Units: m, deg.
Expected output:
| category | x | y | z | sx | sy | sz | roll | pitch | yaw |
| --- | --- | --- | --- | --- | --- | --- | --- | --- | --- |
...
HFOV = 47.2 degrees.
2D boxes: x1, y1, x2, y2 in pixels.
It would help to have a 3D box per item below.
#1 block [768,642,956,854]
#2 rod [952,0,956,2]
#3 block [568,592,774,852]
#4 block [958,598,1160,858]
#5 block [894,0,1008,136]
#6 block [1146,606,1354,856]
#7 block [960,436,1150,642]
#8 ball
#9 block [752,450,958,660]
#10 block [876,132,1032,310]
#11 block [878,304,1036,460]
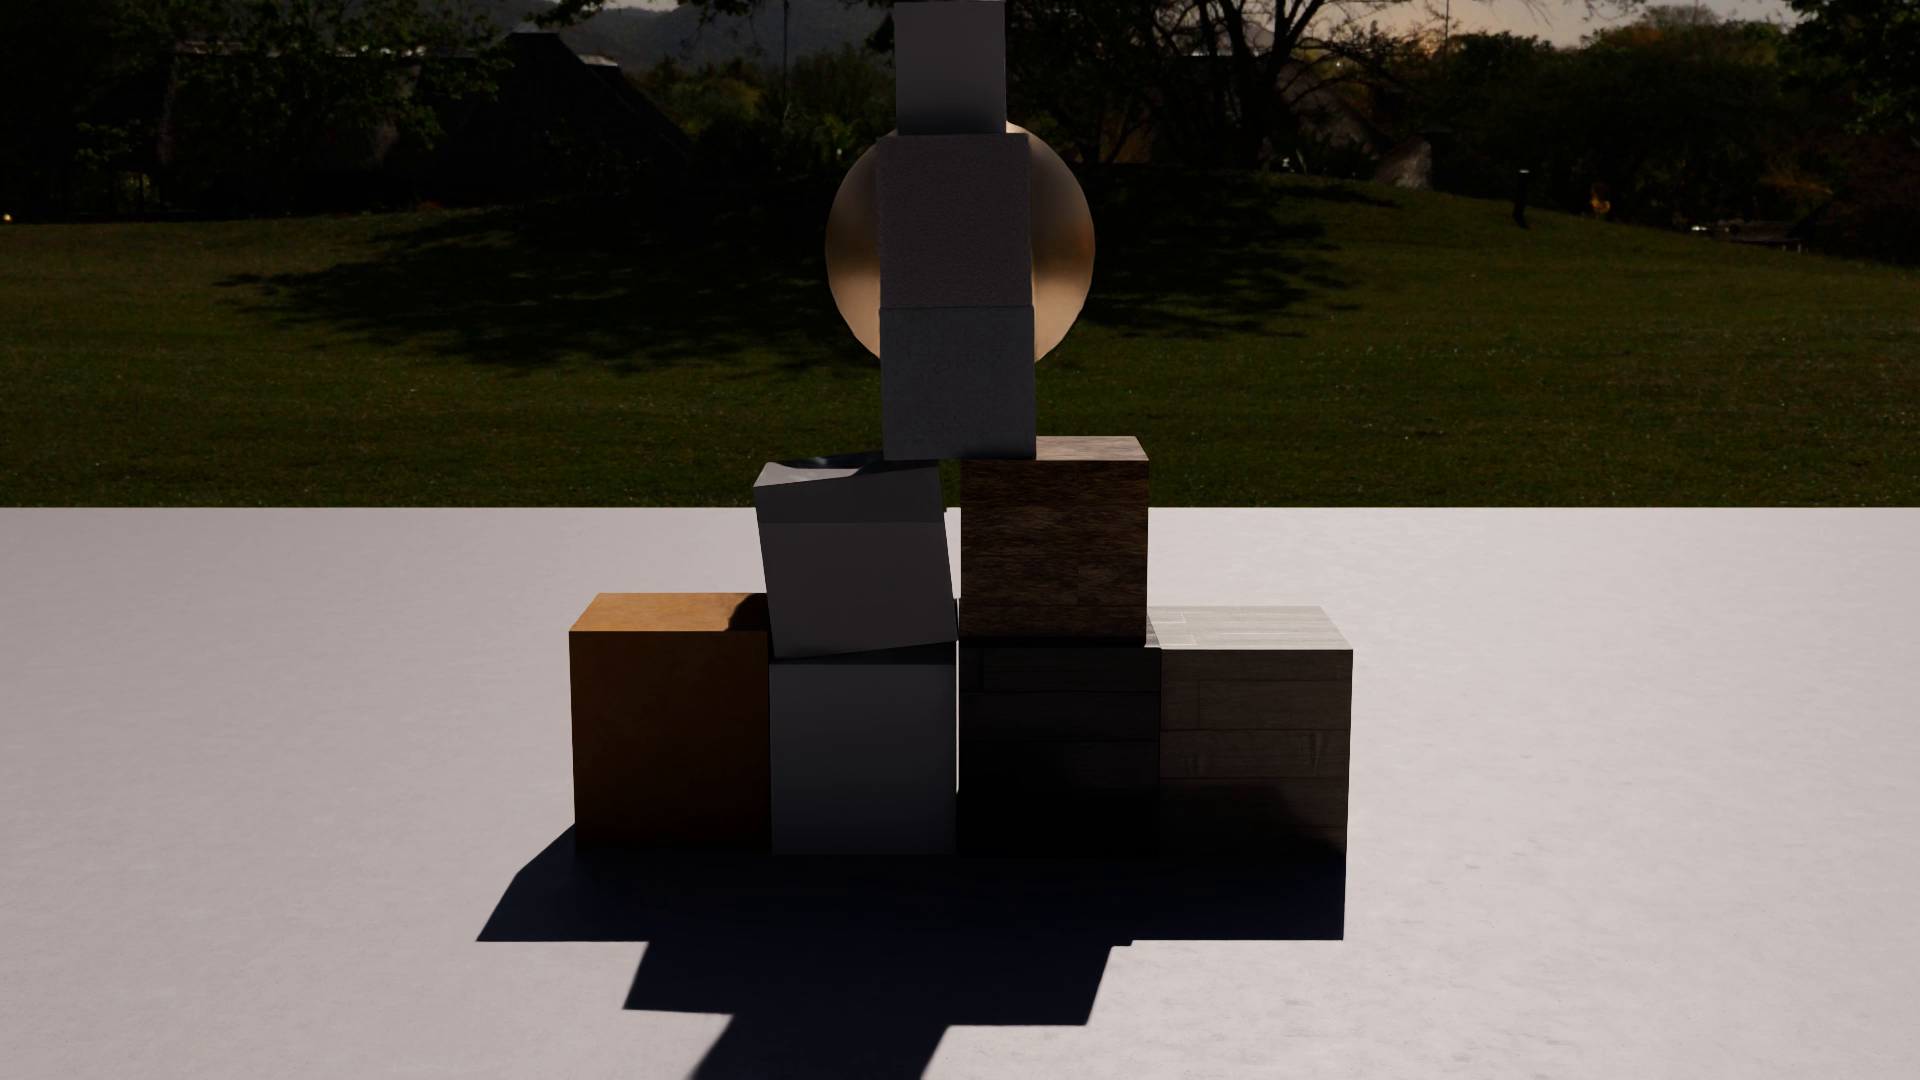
| category | x | y | z | sx | sy | sz | roll | pitch | yaw |
| --- | --- | --- | --- | --- | --- | --- | --- | --- | --- |
| block | -0.477 | 0.995 | 11.377 | 0.918 | 0.972 | 1.043 | 0 | 10 | 0 |
| rod | 0.000 | -4.638 | 11.251 | 0.080 | 5.200 | 0.080 | 0 | 31 | 0 |
| block | -1.435 | 0.919 | 11.360 | 0.977 | 1.128 | 0.930 | 0 | 10 | 0 |
| block | 0.484 | 0.945 | 11.371 | 0.984 | 1.072 | 1.179 | 0 | 10 | 0 |
| block | -0.045 | -2.301 | 10.765 | 0.527 | 0.623 | 0.525 | -1 | 10 | 0 |
| block | 1.454 | 0.960 | 11.345 | 0.937 | 1.051 | 1.020 | 0 | 10 | 0 |
| block | 0.460 | -0.021 | 11.171 | 0.914 | 0.902 | 0.879 | 0 | 10 | 0 |
| ball | 0.000 | -1.709 | 12.978 | 1.600 | 1.600 | 1.600 | 0 | 10 | 0 |
| block | -0.510 | 0.046 | 11.175 | 0.909 | 0.874 | 0.818 | -6 | 10 | 1 |
| block | -0.027 | -1.594 | 10.907 | 0.729 | 0.819 | 0.799 | -1 | 10 | 0 |
| block | -0.008 | -0.828 | 11.035 | 0.746 | 0.735 | 0.786 | -1 | 10 | 0 |
